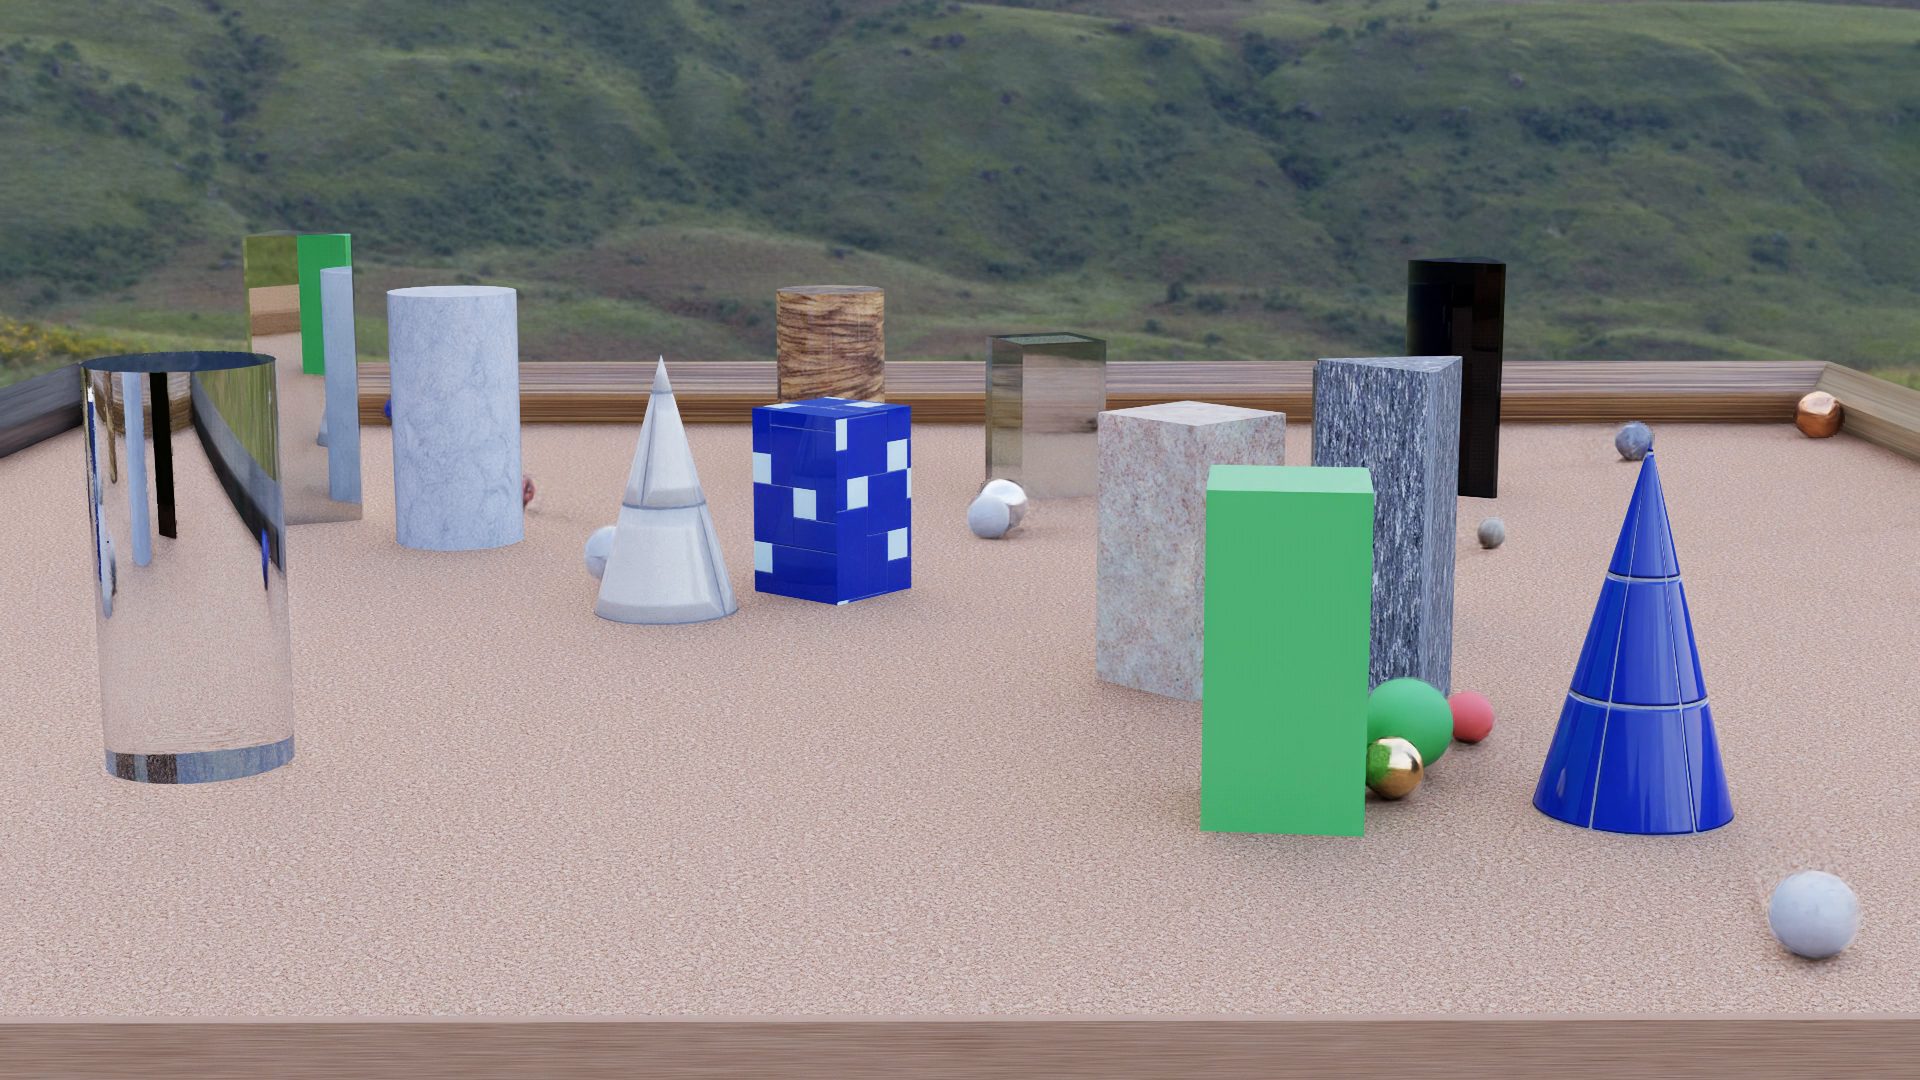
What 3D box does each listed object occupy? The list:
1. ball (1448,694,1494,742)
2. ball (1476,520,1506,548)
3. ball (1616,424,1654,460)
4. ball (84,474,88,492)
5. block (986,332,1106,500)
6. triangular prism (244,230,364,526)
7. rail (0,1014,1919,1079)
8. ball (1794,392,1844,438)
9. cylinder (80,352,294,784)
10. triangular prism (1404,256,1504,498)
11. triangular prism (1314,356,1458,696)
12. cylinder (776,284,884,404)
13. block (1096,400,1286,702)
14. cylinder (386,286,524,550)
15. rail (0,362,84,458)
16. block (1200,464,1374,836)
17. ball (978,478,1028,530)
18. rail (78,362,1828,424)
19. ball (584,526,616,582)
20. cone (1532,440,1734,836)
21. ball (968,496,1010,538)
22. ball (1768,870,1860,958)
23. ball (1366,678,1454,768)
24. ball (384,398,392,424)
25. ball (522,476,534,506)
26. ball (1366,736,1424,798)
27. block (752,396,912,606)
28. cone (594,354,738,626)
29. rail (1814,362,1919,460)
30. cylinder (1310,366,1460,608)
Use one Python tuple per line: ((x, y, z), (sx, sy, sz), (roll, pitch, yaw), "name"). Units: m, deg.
((0.553, 0.193, 2.786), (0.054, 0.054, 0.054), (0, 11, 0), "ball")
((0.809, -0.010, 3.906), (0.044, 0.044, 0.044), (0, 11, 0), "ball")
((1.254, -0.182, 4.769), (0.068, 0.068, 0.068), (0, 11, 0), "ball")
((-1.463, -0.100, 4.365), (0.054, 0.054, 0.054), (0, 11, 0), "ball")
((0.146, -0.215, 4.411), (0.155, 0.264, 0.155), (-4, 11, -23), "block")
((-1.073, -0.265, 4.141), (0.168, 0.461, 0.146), (-5, 12, -25), "triangular prism")
((0.010, 0.362, 1.672), (3.576, 0.126, 0.045), (0, 11, 0), "rail")
((1.689, -0.246, 5.047), (0.092, 0.092, 0.092), (0, 11, 0), "ball")
((-0.806, 0.024, 2.685), (0.194, 0.424, 0.194), (0, 11, 0), "cylinder")
((0.871, -0.285, 4.422), (0.168, 0.397, 0.146), (6, 12, 29), "triangular prism")
((0.516, -0.007, 2.928), (0.146, 0.396, 0.168), (-9, 14, -39), "triangular prism")
((-0.233, -0.289, 4.637), (0.194, 0.327, 0.194), (0, 11, 0), "cylinder")
((0.273, 0.009, 3.045), (0.155, 0.322, 0.155), (-10, 14, -42), "block")
((-0.775, -0.191, 3.950), (0.194, 0.384, 0.194), (0, 11, 0), "cylinder")
((-1.764, 0.034, 3.439), (0.045, 0.126, 3.662), (0, 11, 0), "rail")
((0.318, 0.104, 2.505), (0.155, 0.332, 0.155), (1, 11, 7), "block")
((0.066, -0.056, 4.055), (0.081, 0.081, 0.081), (0, 11, 0), "ball")
((-0.010, -0.297, 5.226), (3.576, 0.126, 0.045), (0, 11, 0), "rail")
((-0.490, 0.022, 3.625), (0.085, 0.085, 0.085), (0, 11, 0), "ball")
((0.667, 0.084, 2.511), (0.194, 0.369, 0.194), (0, 11, 0), "cone")
((0.044, -0.036, 3.986), (0.067, 0.067, 0.067), (0, 11, 0), "ball")
((0.705, 0.309, 2.116), (0.072, 0.072, 0.072), (0, 11, 0), "ball")
((0.464, 0.193, 2.671), (0.097, 0.097, 0.097), (0, 11, 0), "ball")
((-1.122, -0.261, 5.173), (0.075, 0.075, 0.075), (0, 11, 0), "ball")
((-0.735, -0.082, 4.265), (0.055, 0.055, 0.055), (0, 11, 0), "ball")
((0.434, 0.228, 2.575), (0.063, 0.063, 0.063), (0, 11, 0), "ball")
((-0.178, -0.058, 3.579), (0.155, 0.258, 0.155), (8, 13, 38), "block")
((-0.397, -0.076, 3.437), (0.194, 0.346, 0.194), (0, 11, 0), "cone")
((1.764, 0.031, 3.459), (0.045, 0.126, 3.662), (0, 11, 0), "rail")
((0.570, -0.070, 3.461), (0.194, 0.324, 0.194), (0, 11, 0), "cylinder")
